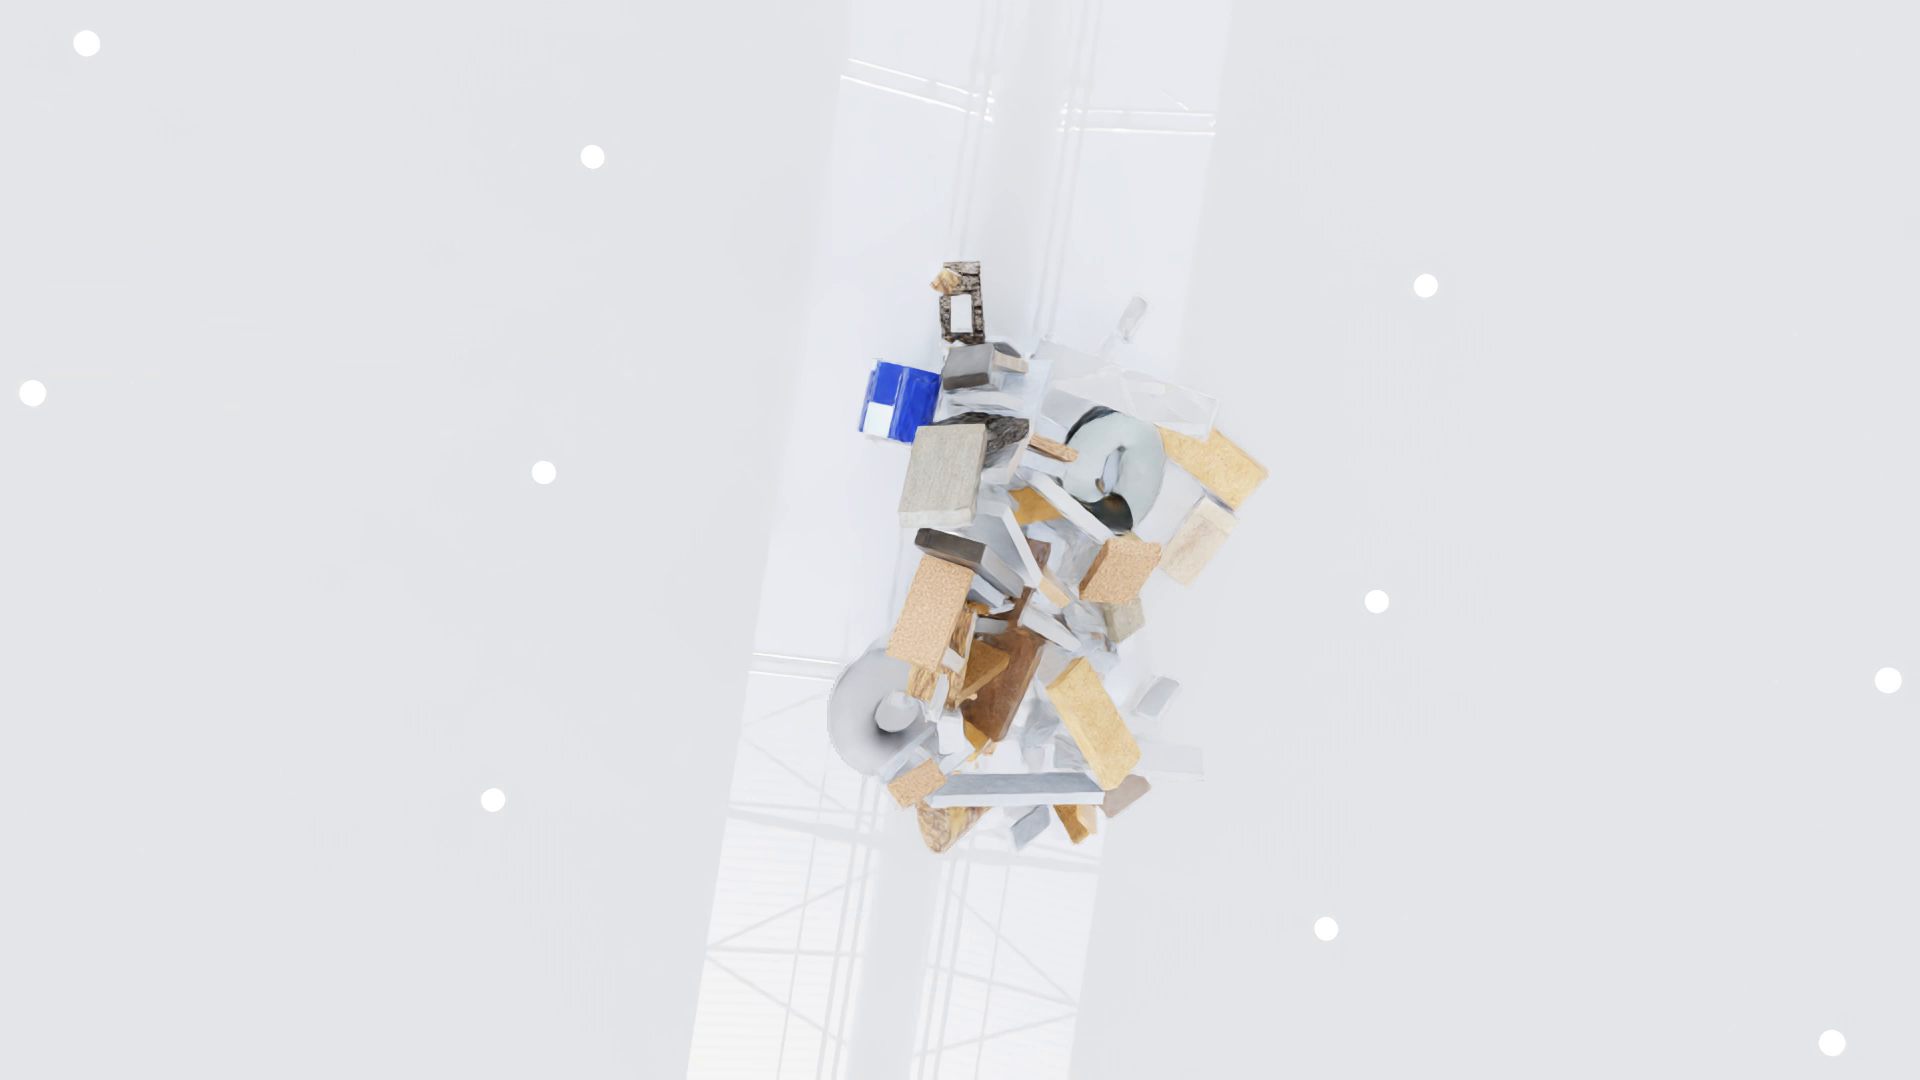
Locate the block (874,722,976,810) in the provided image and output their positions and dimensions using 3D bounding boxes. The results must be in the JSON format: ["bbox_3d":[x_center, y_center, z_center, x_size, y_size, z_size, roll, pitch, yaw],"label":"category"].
[{"bbox_3d":[-0.093,0.603,4.473,0.129,0.036,0.257,45,58,12],"label":"block"}]

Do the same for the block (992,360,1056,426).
[{"bbox_3d":[0.175,-0.408,4.646,0.126,0.036,0.251,3,51,24],"label":"block"}]

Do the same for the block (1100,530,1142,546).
[{"bbox_3d":[0.498,-0.028,5.450,0.237,0.034,0.118,48,56,0],"label":"block"}]

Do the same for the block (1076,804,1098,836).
[{"bbox_3d":[0.383,0.828,4.969,0.021,0.146,0.073,-11,56,19],"label":"block"}]

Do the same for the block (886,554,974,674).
[{"bbox_3d":[-0.070,0.172,3.882,0.127,0.036,0.254,18,78,12],"label":"block"}]

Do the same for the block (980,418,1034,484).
[{"bbox_3d":[0.087,-0.236,4.287,0.148,0.295,0.042,4,120,15],"label":"block"}]

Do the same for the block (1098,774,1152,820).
[{"bbox_3d":[0.531,0.825,5.386,0.176,0.025,0.088,-37,100,6],"label":"block"}]

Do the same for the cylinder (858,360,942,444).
[{"bbox_3d":[-0.191,-0.435,5.264,0.231,0.231,0.231,12,93,0],"label":"cylinder"}]

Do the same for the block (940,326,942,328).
[{"bbox_3d":[0.002,-0.724,5.365,0.135,0.271,0.038,0,90,0],"label":"block"}]

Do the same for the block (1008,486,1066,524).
[{"bbox_3d":[0.239,-0.117,5.449,0.237,0.034,0.118,-10,97,14],"label":"block"}]

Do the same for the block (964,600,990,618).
[{"bbox_3d":[0.059,0.127,4.334,0.069,0.020,0.139,14,76,16],"label":"block"}]

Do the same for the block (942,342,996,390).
[{"bbox_3d":[0.024,-0.448,4.250,0.117,0.234,0.033,-7,114,8],"label":"block"}]

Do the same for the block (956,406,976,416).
[{"bbox_3d":[0.005,-0.378,5.268,0.018,0.063,0.127,18,128,-37],"label":"block"}]

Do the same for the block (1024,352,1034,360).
[{"bbox_3d":[0.213,-0.538,5.043,0.017,0.118,0.059,18,92,13],"label":"block"}]

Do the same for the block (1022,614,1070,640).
[{"bbox_3d":[0.258,0.297,5.448,0.203,0.102,0.029,-10,118,0],"label":"block"}]

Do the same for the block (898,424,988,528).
[{"bbox_3d":[-0.037,-0.152,3.815,0.165,0.330,0.047,-3,129,11],"label":"block"}]

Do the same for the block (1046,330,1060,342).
[{"bbox_3d":[0.255,-0.571,5.334,0.019,0.067,0.226,31,74,-17],"label":"block"}]

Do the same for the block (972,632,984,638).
[{"bbox_3d":[0.039,0.253,5.404,0.102,0.203,0.029,-35,120,1],"label":"block"}]

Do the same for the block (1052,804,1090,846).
[{"bbox_3d":[0.375,0.907,5.417,0.088,0.176,0.025,-44,131,12],"label":"block"}]

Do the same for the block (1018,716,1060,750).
[{"bbox_3d":[0.260,0.633,5.403,0.088,0.176,0.025,-15,67,-24],"label":"block"}]

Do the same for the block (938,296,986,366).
[{"bbox_3d":[0.012,-0.635,5.203,0.135,0.038,0.271,-5,88,-2],"label":"block"}]

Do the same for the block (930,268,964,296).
[{"bbox_3d":[-0.035,-0.673,4.299,0.061,0.122,0.017,-45,78,12],"label":"block"}]

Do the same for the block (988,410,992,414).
[{"bbox_3d":[0.131,-0.374,5.284,0.105,0.015,0.053,52,53,-21],"label":"block"}]

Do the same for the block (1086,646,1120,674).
[{"bbox_3d":[0.434,0.371,5.082,0.069,0.138,0.020,-43,55,17],"label":"block"}]

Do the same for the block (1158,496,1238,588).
[{"bbox_3d":[0.783,0.008,5.470,0.139,0.039,0.278,37,93,2],"label":"block"}]

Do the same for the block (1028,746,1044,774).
[{"bbox_3d":[0.241,0.720,5.248,0.017,0.060,0.121,4,95,43],"label":"block"}]

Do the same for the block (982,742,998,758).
[{"bbox_3d":[0.093,0.569,5.247,0.116,0.033,0.232,19,100,-27],"label":"block"}]

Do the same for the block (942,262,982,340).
[{"bbox_3d":[0.007,-0.718,4.942,0.113,0.032,0.227,-2,87,1],"label":"block"}]

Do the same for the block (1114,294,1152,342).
[{"bbox_3d":[0.522,-0.672,4.992,0.067,0.019,0.133,48,115,39],"label":"block"}]

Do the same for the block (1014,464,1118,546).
[{"bbox_3d":[0.305,-0.102,4.763,0.314,0.157,0.044,40,90,-16],"label":"block"}]

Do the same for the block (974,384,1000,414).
[{"bbox_3d":[0.072,-0.402,5.291,0.095,0.027,0.190,17,88,-21],"label":"block"}]

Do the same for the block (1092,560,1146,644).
[{"bbox_3d":[0.496,0.166,5.135,0.139,0.039,0.278,-31,115,-40],"label":"block"}]

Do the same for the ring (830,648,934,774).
[{"bbox_3d":[-0.195,0.534,5.121,0.434,0.145,0.434,-5,107,-17],"label":"ring"}]

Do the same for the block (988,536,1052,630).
[{"bbox_3d":[0.142,0.110,4.550,0.137,0.039,0.274,14,57,17],"label":"block"}]

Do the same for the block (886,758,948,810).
[{"bbox_3d":[-0.110,0.632,4.274,0.149,0.021,0.075,-27,70,-36],"label":"block"}]

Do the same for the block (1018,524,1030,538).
[{"bbox_3d":[0.216,0.056,5.442,0.099,0.028,0.199,-38,81,43],"label":"block"}]

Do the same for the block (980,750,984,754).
[{"bbox_3d":[0.029,0.552,4.817,0.105,0.210,0.030,30,103,-3],"label":"block"}]

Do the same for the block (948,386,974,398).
[{"bbox_3d":[0.041,-0.471,5.393,0.095,0.190,0.027,20,85,-24],"label":"block"}]

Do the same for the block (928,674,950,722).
[{"bbox_3d":[-0.050,0.380,3.974,0.015,0.052,0.104,7,52,18],"label":"block"}]

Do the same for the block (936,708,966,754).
[{"bbox_3d":[-0.025,0.502,4.333,0.067,0.019,0.134,-9,125,-6],"label":"block"}]

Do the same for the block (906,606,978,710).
[{"bbox_3d":[-0.047,0.284,4.168,0.134,0.038,0.268,17,110,17],"label":"block"}]

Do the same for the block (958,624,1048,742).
[{"bbox_3d":[0.110,0.384,4.628,0.167,0.047,0.335,36,119,25],"label":"block"}]

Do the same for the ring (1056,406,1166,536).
[{"bbox_3d":[0.490,-0.226,5.319,0.448,0.149,0.448,-12,108,-41],"label":"ring"}]

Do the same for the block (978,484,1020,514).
[{"bbox_3d":[0.088,-0.142,5.387,0.118,0.237,0.034,-26,129,-12],"label":"block"}]

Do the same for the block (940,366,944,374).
[{"bbox_3d":[0.014,-0.545,5.359,0.135,0.271,0.038,1,89,-5],"label":"block"}]

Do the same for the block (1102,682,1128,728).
[{"bbox_3d":[0.458,0.521,5.041,0.023,0.082,0.164,-28,97,21],"label":"block"}]

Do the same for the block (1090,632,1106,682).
[{"bbox_3d":[0.445,0.376,5.336,0.028,0.099,0.199,-4,54,23],"label":"block"}]
